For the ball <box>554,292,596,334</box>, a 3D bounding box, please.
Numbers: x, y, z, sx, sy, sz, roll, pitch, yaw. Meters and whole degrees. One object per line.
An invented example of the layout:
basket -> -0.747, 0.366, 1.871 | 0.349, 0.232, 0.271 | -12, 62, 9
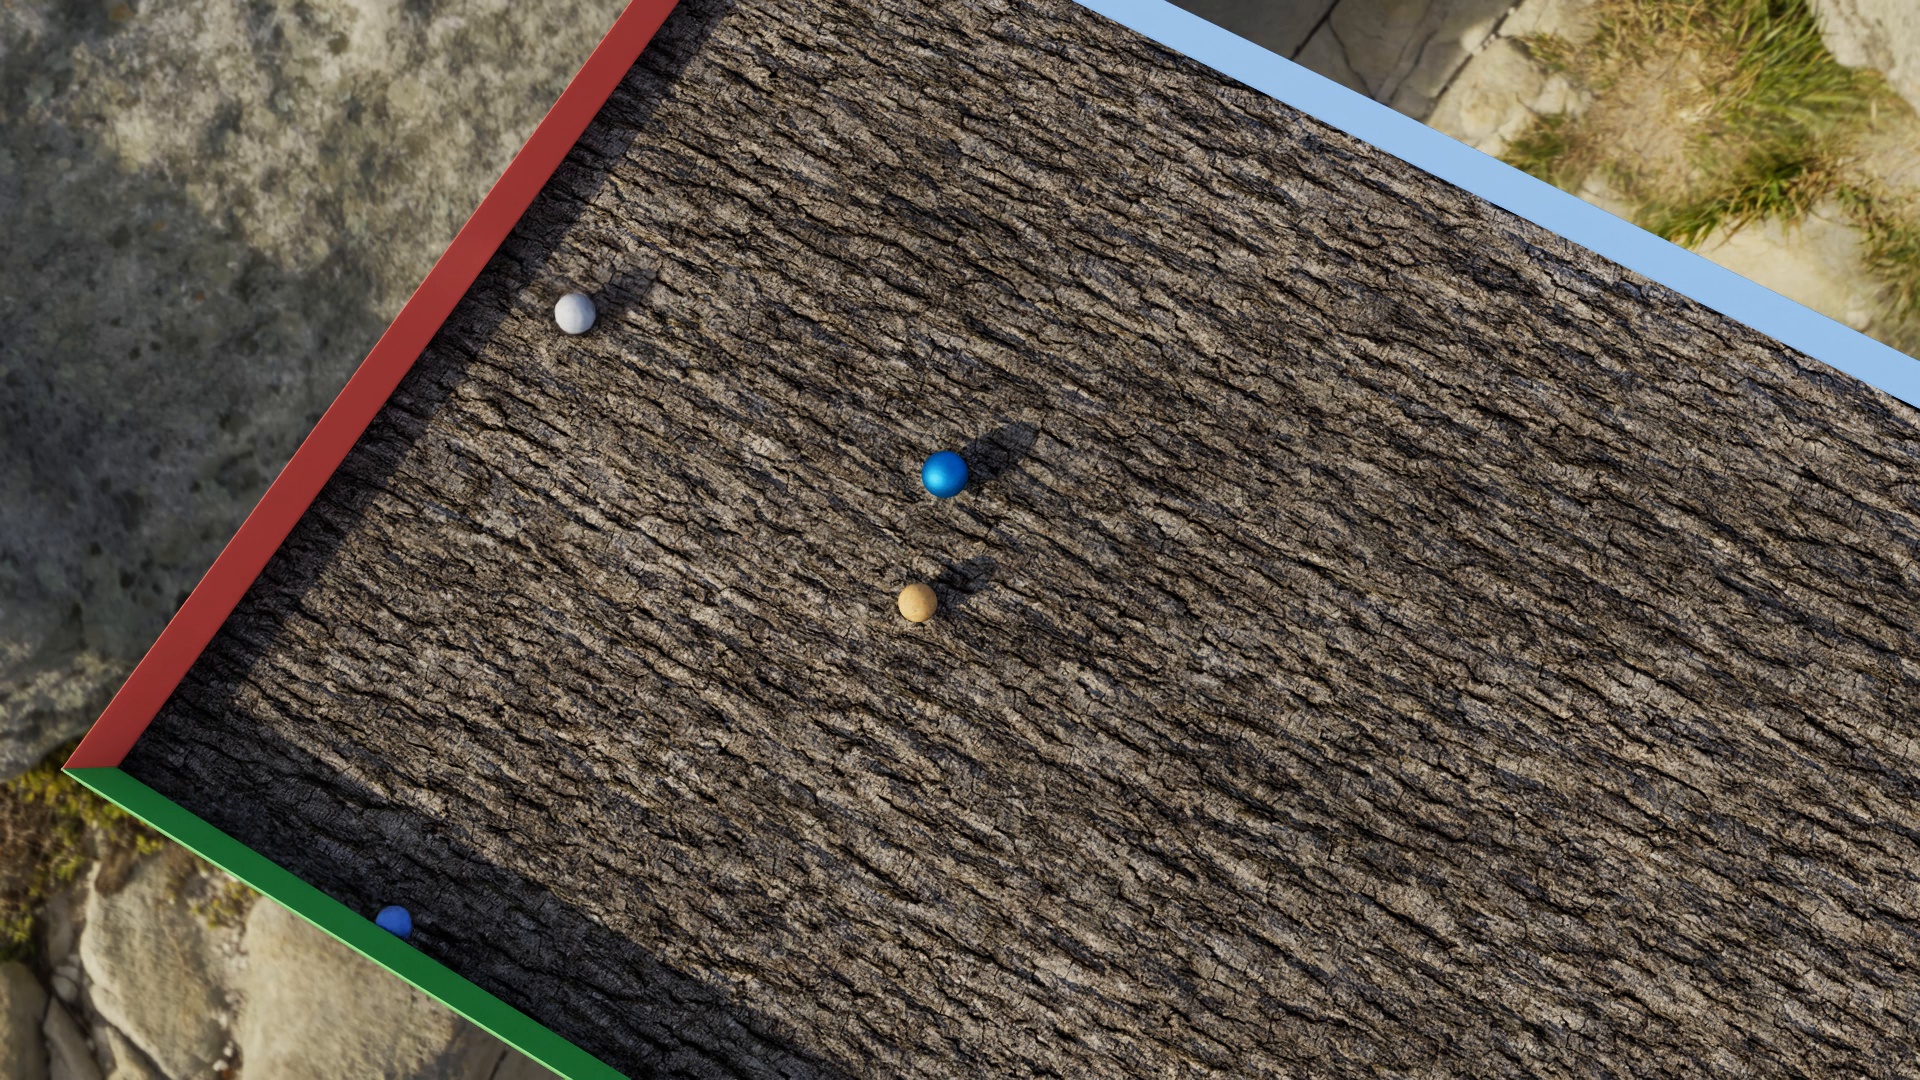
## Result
ball -> -0.631, -0.372, 3.605 | 0.067, 0.067, 0.067 | 0, 69, 0

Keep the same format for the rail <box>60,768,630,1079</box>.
rail -> 0.345, 1.235, 2.973 | 3.847, 0.101, 0.045 | 28, 72, 10

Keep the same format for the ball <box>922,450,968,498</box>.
ball -> -0.024, -0.104, 3.499 | 0.075, 0.075, 0.075 | 0, 69, 0

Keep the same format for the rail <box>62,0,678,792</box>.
rail -> -0.813, -0.444, 3.614 | 0.045, 0.101, 2.008 | 28, 72, 10

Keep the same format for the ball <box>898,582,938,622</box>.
ball -> -0.066, 0.097, 3.429 | 0.062, 0.062, 0.062 | 0, 69, 0

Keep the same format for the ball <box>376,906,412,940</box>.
ball -> -0.838, 0.567, 3.254 | 0.053, 0.053, 0.053 | 0, 69, 0

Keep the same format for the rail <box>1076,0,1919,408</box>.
rail -> 1.322, -0.353, 3.579 | 3.847, 0.101, 0.045 | 28, 72, 10
